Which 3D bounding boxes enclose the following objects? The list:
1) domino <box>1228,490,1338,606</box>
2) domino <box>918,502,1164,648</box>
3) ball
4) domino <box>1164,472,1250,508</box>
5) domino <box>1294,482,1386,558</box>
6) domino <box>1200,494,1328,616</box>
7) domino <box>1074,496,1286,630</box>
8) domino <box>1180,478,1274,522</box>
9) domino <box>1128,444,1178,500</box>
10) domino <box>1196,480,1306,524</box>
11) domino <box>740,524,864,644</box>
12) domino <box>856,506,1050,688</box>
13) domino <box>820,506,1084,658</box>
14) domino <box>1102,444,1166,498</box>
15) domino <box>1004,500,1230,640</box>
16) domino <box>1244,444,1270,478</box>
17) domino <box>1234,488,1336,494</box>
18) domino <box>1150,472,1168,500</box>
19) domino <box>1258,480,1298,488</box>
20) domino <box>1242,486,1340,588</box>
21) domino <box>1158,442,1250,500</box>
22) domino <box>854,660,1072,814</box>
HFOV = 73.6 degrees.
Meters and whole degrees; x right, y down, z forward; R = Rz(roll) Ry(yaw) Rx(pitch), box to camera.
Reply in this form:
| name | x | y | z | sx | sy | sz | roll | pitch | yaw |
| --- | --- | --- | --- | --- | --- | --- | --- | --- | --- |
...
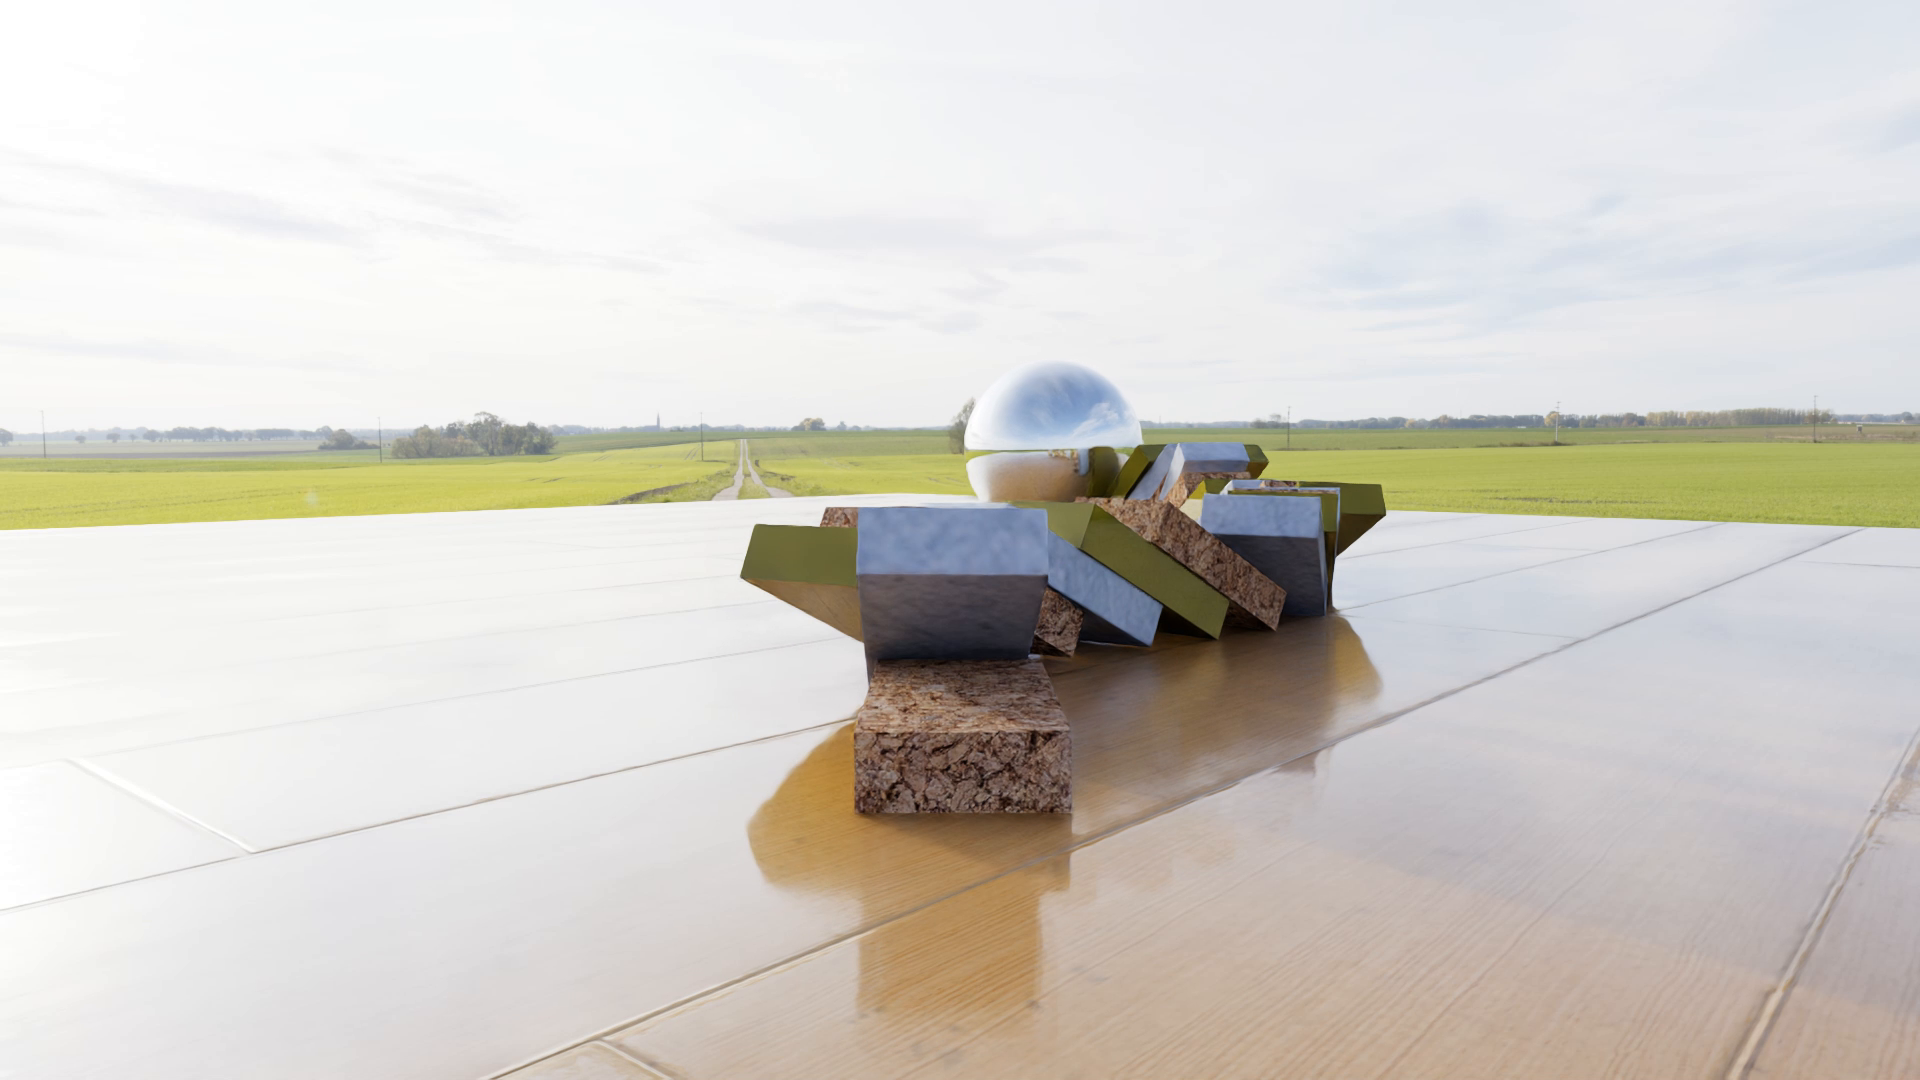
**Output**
| name | x | y | z | sx | sy | sz | roll | pitch | yaw |
| --- | --- | --- | --- | --- | --- | --- | --- | --- | --- |
| domino | 0.080 | 0.003 | 0.320 | 0.025 | 0.010 | 0.050 | 3 | -22 | 15 |
| domino | 0.015 | 0.007 | 0.257 | 0.025 | 0.010 | 0.050 | 2 | -22 | 47 |
| ball | 0.042 | -0.041 | 0.574 | 0.080 | 0.080 | 0.080 | 0 | 4 | 0 |
| domino | 0.086 | -0.009 | 0.468 | 0.025 | 0.010 | 0.050 | -1 | -25 | -11 |
| domino | 0.104 | -0.002 | 0.385 | 0.025 | 0.009 | 0.050 | 1 | -23 | -10 |
| domino | 0.072 | 0.004 | 0.300 | 0.025 | 0.009 | 0.050 | 3 | -22 | 19 |
| domino | 0.049 | 0.006 | 0.286 | 0.025 | 0.009 | 0.050 | 5 | -20 | 47 |
| domino | 0.089 | -0.007 | 0.449 | 0.025 | 0.009 | 0.050 | -1 | -22 | -11 |
| domino | 0.084 | -0.019 | 0.530 | 0.025 | 0.050 | 0.009 | -1 | 49 | -36 |
| domino | 0.094 | -0.005 | 0.427 | 0.025 | 0.010 | 0.050 | 0 | -23 | -11 |
| domino | -0.012 | 0.011 | 0.223 | 0.025 | 0.010 | 0.050 | 3 | -19 | 32 |
| domino | -0.002 | 0.010 | 0.191 | 0.025 | 0.009 | 0.050 | 1 | -24 | -2 |
| domino | -0.001 | 0.008 | 0.242 | 0.025 | 0.009 | 0.050 | 1 | -23 | 42 |
| domino | 0.074 | -0.019 | 0.540 | 0.025 | 0.050 | 0.009 | -3 | 50 | -34 |
| domino | 0.033 | 0.007 | 0.272 | 0.025 | 0.010 | 0.050 | 4 | -21 | 47 |
| domino | 0.098 | -0.017 | 0.507 | 0.025 | 0.050 | 0.010 | -2 | 49 | -30 |
| domino | 0.086 | 0.001 | 0.341 | 0.025 | 0.009 | 0.050 | 2 | -22 | 15 |
| domino | 0.091 | -0.017 | 0.518 | 0.025 | 0.050 | 0.009 | -2 | 50 | -30 |
| domino | 0.099 | -0.004 | 0.406 | 0.025 | 0.010 | 0.050 | 1 | -23 | -11 |
| domino | 0.093 | 0.000 | 0.362 | 0.025 | 0.010 | 0.050 | 1 | -22 | 14 |
| domino | 0.090 | -0.016 | 0.488 | 0.025 | 0.050 | 0.010 | -1 | 47 | -11 |
| domino | 0.000 | 0.025 | 0.172 | 0.025 | 0.010 | 0.050 | 0 | 4 | 0 |
